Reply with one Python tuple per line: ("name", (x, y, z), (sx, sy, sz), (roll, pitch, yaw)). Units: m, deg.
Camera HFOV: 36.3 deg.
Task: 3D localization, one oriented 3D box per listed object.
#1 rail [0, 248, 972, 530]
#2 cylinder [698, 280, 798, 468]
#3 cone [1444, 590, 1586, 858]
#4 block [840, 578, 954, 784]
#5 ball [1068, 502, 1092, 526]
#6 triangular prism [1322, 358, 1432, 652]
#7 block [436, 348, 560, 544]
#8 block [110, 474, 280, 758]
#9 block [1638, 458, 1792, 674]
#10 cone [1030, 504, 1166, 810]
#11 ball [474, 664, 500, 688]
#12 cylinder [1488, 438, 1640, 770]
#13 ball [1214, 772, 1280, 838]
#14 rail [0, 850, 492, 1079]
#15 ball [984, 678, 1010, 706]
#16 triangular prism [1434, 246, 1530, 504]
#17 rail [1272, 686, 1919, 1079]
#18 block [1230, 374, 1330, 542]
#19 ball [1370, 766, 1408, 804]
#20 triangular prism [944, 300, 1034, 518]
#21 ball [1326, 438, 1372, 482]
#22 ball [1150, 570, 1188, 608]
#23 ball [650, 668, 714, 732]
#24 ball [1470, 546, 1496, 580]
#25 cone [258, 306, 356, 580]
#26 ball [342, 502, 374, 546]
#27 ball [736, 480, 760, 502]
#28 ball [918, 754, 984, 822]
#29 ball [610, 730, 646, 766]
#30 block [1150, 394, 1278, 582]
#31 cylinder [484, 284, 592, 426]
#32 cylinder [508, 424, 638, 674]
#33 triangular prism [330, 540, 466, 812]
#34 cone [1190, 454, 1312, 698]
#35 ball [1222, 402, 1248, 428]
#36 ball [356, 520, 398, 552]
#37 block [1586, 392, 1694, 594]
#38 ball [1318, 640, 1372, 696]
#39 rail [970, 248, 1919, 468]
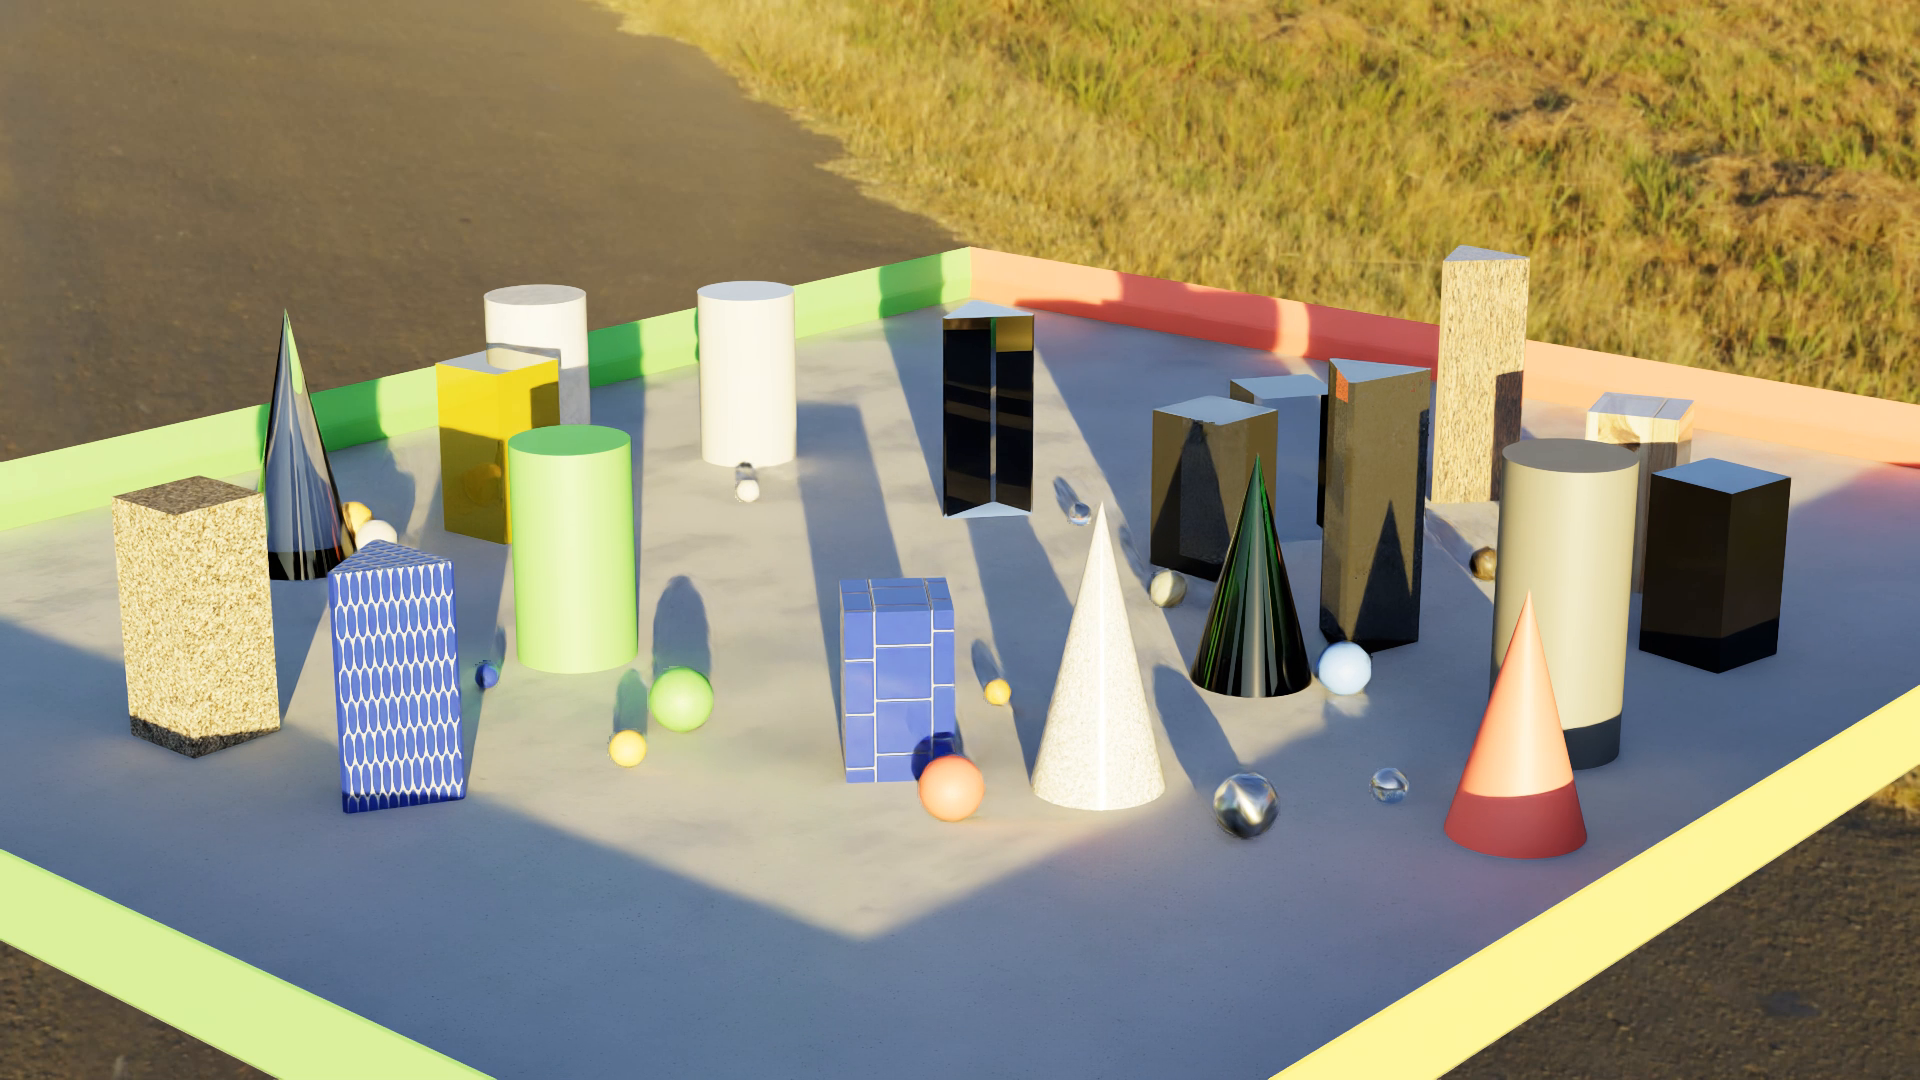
("rail", (-1.202, -0.269, 6.119), (0.045, 0.128, 3.797), (14, 22, 39))
("cylinder", (-0.433, -0.340, 5.984), (0.197, 0.344, 0.197), (0, 17, 0))
("cone", (0.776, 0.237, 4.049), (0.197, 0.356, 0.197), (0, 17, 0))
("block", (-0.094, 0.205, 4.319), (0.158, 0.261, 0.158), (-1, 17, -5))
("ball", (0.227, -0.049, 5.539), (0.044, 0.044, 0.044), (0, 17, 0))
("triangular prism", (0.653, -0.059, 4.840), (0.171, 0.466, 0.148), (-11, 20, -32))
("block", (-0.859, -0.177, 5.481), (0.158, 0.323, 0.158), (12, 21, 35))
("block", (-1.151, 0.113, 4.422), (0.158, 0.377, 0.158), (14, 21, 38))
("block", (1.234, 0.040, 4.797), (0.158, 0.302, 0.158), (-13, 21, -38))
("cone", (0.200, 0.150, 4.208), (0.197, 0.430, 0.197), (0, 17, 0))
("ball", (-0.752, 0.216, 4.665), (0.041, 0.041, 0.041), (0, 17, 0))
("cylinder", (0.893, 0.094, 4.353), (0.197, 0.455, 0.197), (0, 17, 0))
("ball", (0.398, 0.368, 4.074), (0.091, 0.091, 0.091), (0, 17, 0))
("rail", (-1.229, 0.441, 3.764), (3.232, 0.128, 0.045), (14, 22, 39))
("ball", (0.059, 0.238, 4.591), (0.041, 0.041, 0.041), (0, 17, 0))
("triangular prism", (0.989, -0.325, 5.702), (0.171, 0.477, 0.148), (-3, 17, -9))
("rail", (1.202, 0.333, 4.120), (0.045, 0.128, 3.797), (14, 22, 39))
("block", (0.604, -0.152, 5.476), (0.158, 0.277, 0.158), (-5, 17, -16))
("ball", (0.614, 0.352, 4.192), (0.054, 0.054, 0.054), (0, 17, 0))
("triangular prism", (0.041, -0.253, 5.617), (0.171, 0.389, 0.148), (-3, 17, -10))
("ball", (0.772, -0.159, 5.821), (0.090, 0.090, 0.090), (0, 17, 0))
("ball", (0.360, 0.084, 5.061), (0.064, 0.064, 0.064), (0, 17, 0))
("ball", (-0.425, 0.243, 4.474), (0.099, 0.099, 0.099), (0, 17, 0))
("ball", (0.935, 0.042, 5.206), (0.061, 0.061, 0.061), (0, 17, 0))
("cone", (-1.190, -0.184, 5.238), (0.197, 0.476, 0.197), (0, 17, 0))
("ball", (-1.120, -0.029, 5.403), (0.084, 0.084, 0.084), (0, 17, 0))
("ball", (-0.412, -0.096, 5.694), (0.044, 0.044, 0.044), (0, 17, 0))
("ball", (-0.012, 0.349, 4.132), (0.093, 0.093, 0.093), (0, 17, 0))
("ball", (-0.491, 0.308, 4.336), (0.055, 0.055, 0.055), (0, 17, 0))
("block", (0.456, -0.095, 5.268), (0.158, 0.287, 0.158), (-16, 23, -42))
("cylinder", (-0.825, -0.291, 5.746), (0.197, 0.387, 0.197), (0, 17, 0))
("cylinder", (-0.630, 0.013, 4.779), (0.197, 0.364, 0.197), (0, 17, 0))
("triangular prism", (-0.817, 0.189, 4.208), (0.171, 0.356, 0.148), (-6, 18, -18))
("cone", (0.468, 0.041, 4.666), (0.197, 0.375, 0.197), (0, 17, 0))
("ball", (0.584, -0.267, 6.240), (0.056, 0.056, 0.056), (0, 17, 0))
("ball", (-1.059, -0.001, 5.324), (0.075, 0.075, 0.075), (0, 17, 0))
("block", (1.193, -0.083, 5.178), (0.158, 0.317, 0.158), (7, 18, 22))
("ball", (0.607, 0.202, 4.632), (0.086, 0.086, 0.086), (0, 17, 0))
("rail", (1.229, -0.376, 6.475), (3.232, 0.128, 0.045), (14, 22, 39))
